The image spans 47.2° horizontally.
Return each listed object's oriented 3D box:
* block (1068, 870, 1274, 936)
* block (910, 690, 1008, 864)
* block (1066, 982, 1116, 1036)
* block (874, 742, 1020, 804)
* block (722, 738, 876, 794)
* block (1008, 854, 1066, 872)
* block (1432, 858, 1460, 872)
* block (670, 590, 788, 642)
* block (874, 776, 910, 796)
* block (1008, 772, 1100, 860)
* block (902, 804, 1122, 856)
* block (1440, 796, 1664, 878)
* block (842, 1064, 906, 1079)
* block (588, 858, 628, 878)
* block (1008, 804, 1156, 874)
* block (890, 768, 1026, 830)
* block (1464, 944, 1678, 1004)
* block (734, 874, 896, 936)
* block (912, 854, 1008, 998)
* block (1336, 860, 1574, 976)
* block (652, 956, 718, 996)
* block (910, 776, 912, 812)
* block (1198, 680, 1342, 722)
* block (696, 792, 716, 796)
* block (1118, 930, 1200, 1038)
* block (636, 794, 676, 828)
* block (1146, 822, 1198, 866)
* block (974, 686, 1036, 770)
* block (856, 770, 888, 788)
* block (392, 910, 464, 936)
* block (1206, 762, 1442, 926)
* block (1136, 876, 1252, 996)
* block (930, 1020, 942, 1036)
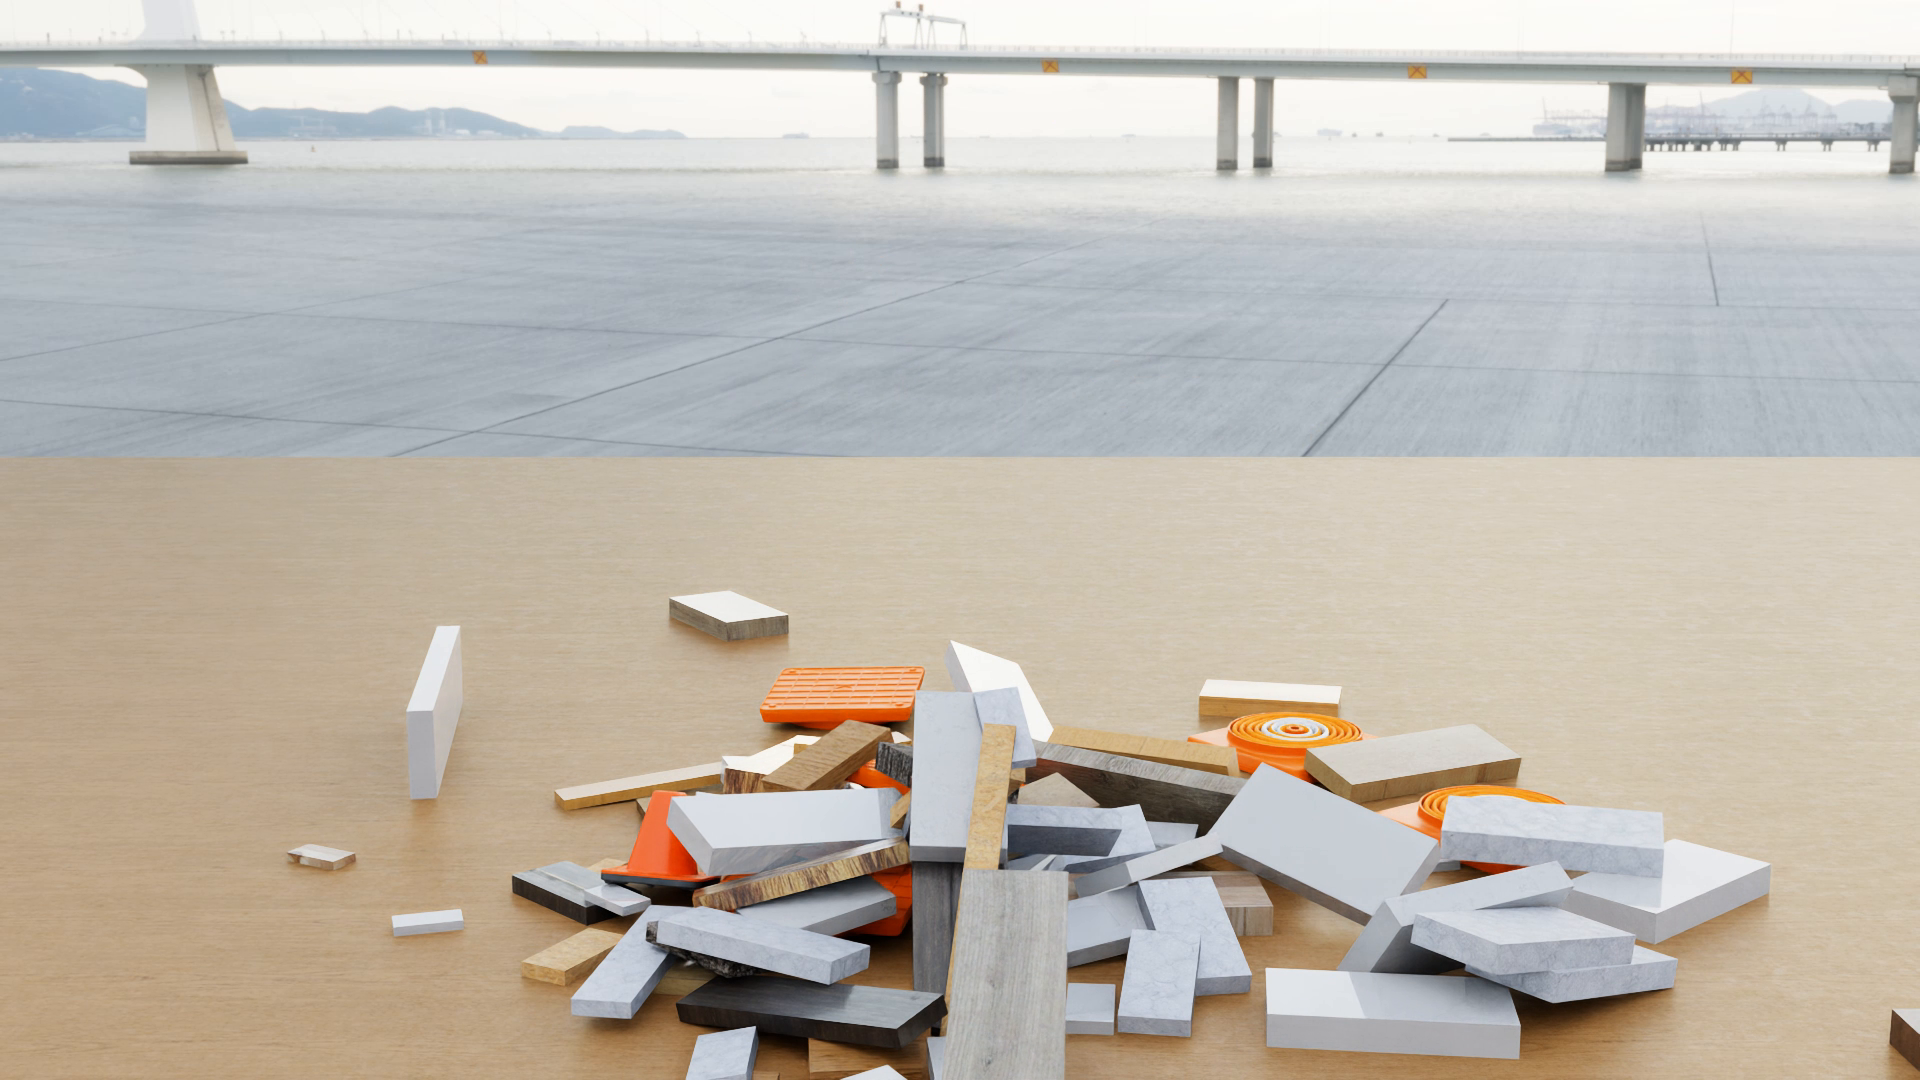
[{"bbox_3d":[0.296,0.588,3.549,0.390,0.048,0.170,0,11,-3],"label":"block"},{"bbox_3d":[0.000,0.355,3.318,0.143,0.040,0.285,2,48,-1],"label":"block"},{"bbox_3d":[0.188,0.674,3.163,0.069,0.020,0.139,1,11,5],"label":"block"},{"bbox_3d":[-0.025,0.389,3.699,0.171,0.049,0.343,9,-2,-13],"label":"block"},{"bbox_3d":[-0.291,0.426,4.064,0.167,0.047,0.334,7,7,17],"label":"block"},{"bbox_3d":[0.063,0.557,3.570,0.203,0.029,0.101,-16,11,21],"label":"block"},{"bbox_3d":[0.798,0.557,3.801,0.117,0.017,0.058,-2,11,-13],"label":"block"},{"bbox_3d":[-0.598,0.194,5.667,0.173,0.049,0.346,-6,12,-31],"label":"block"},{"bbox_3d":[-0.116,0.458,4.197,0.097,0.028,0.194,-27,13,-2],"label":"block"},{"bbox_3d":[0.102,0.470,3.687,0.241,0.034,0.121,-18,32,-30],"label":"block"},{"bbox_3d":[0.082,0.460,3.503,0.336,0.034,0.121,3,-29,-7],"label":"block"},{"bbox_3d":[1.002,0.500,3.720,0.356,0.050,0.178,3,13,16],"label":"block"},{"bbox_3d":[-0.188,0.730,2.700,0.295,0.042,0.148,-12,12,-25],"label":"block"},{"bbox_3d":[-0.611,0.567,3.760,0.045,0.013,0.091,5,12,26],"label":"block"},{"bbox_3d":[0.195,0.514,3.689,0.246,0.035,0.123,-8,32,-6],"label":"block"},{"bbox_3d":[-0.005,0.404,3.483,0.121,0.034,0.241,14,-35,-21],"label":"block"},{"bbox_3d":[0.898,0.623,3.224,0.305,0.043,0.153,4,6,-40],"label":"block"},{"bbox_3d":[-0.219,0.564,3.342,0.220,0.031,0.110,-14,23,-30],"label":"block"},{"bbox_3d":[0.001,0.545,3.245,0.143,0.285,0.040,0,-30,-2],"label":"block"},{"bbox_3d":[0.740,0.578,3.281,0.340,0.170,0.048,-6,48,-30],"label":"block"},{"bbox_3d":[-0.415,0.650,3.280,0.175,0.025,0.087,2,11,10],"label":"block"},{"bbox_3d":[-0.002,0.503,3.352,0.143,0.285,0.040,-1,-4,-3],"label":"block"},{"bbox_3d":[0.683,0.353,4.832,0.299,0.042,0.149,2,11,13],"label":"block"},{"bbox_3d":[-0.318,0.473,3.626,0.240,0.034,0.120,9,18,-11],"label":"block"},{"bbox_3d":[0.290,0.638,3.180,0.102,0.029,0.204,2,26,10],"label":"block"},{"bbox_3d":[-0.551,0.499,4.064,0.072,0.020,0.144,-7,8,-16],"label":"block"},{"bbox_3d":[0.282,0.516,3.782,0.246,0.035,0.123,2,10,11],"label":"block"},{"bbox_3d":[0.068,0.287,3.342,0.069,0.020,0.139,-7,49,-9],"label":"block"},{"bbox_3d":[-0.180,0.455,4.228,0.108,0.015,0.054,-12,19,43],"label":"block"},{"bbox_3d":[-0.850,0.611,3.513,0.108,0.015,0.054,-3,11,-17],"label":"block"},{"bbox_3d":[0.591,0.501,3.590,0.340,0.048,0.170,22,59,36],"label":"block"},{"bbox_3d":[0.352,0.599,3.331,0.117,0.033,0.235,-2,29,-9],"label":"block"},{"bbox_3d":[0.013,0.690,3.093,0.097,0.014,0.049,5,12,24],"label":"block"}]
